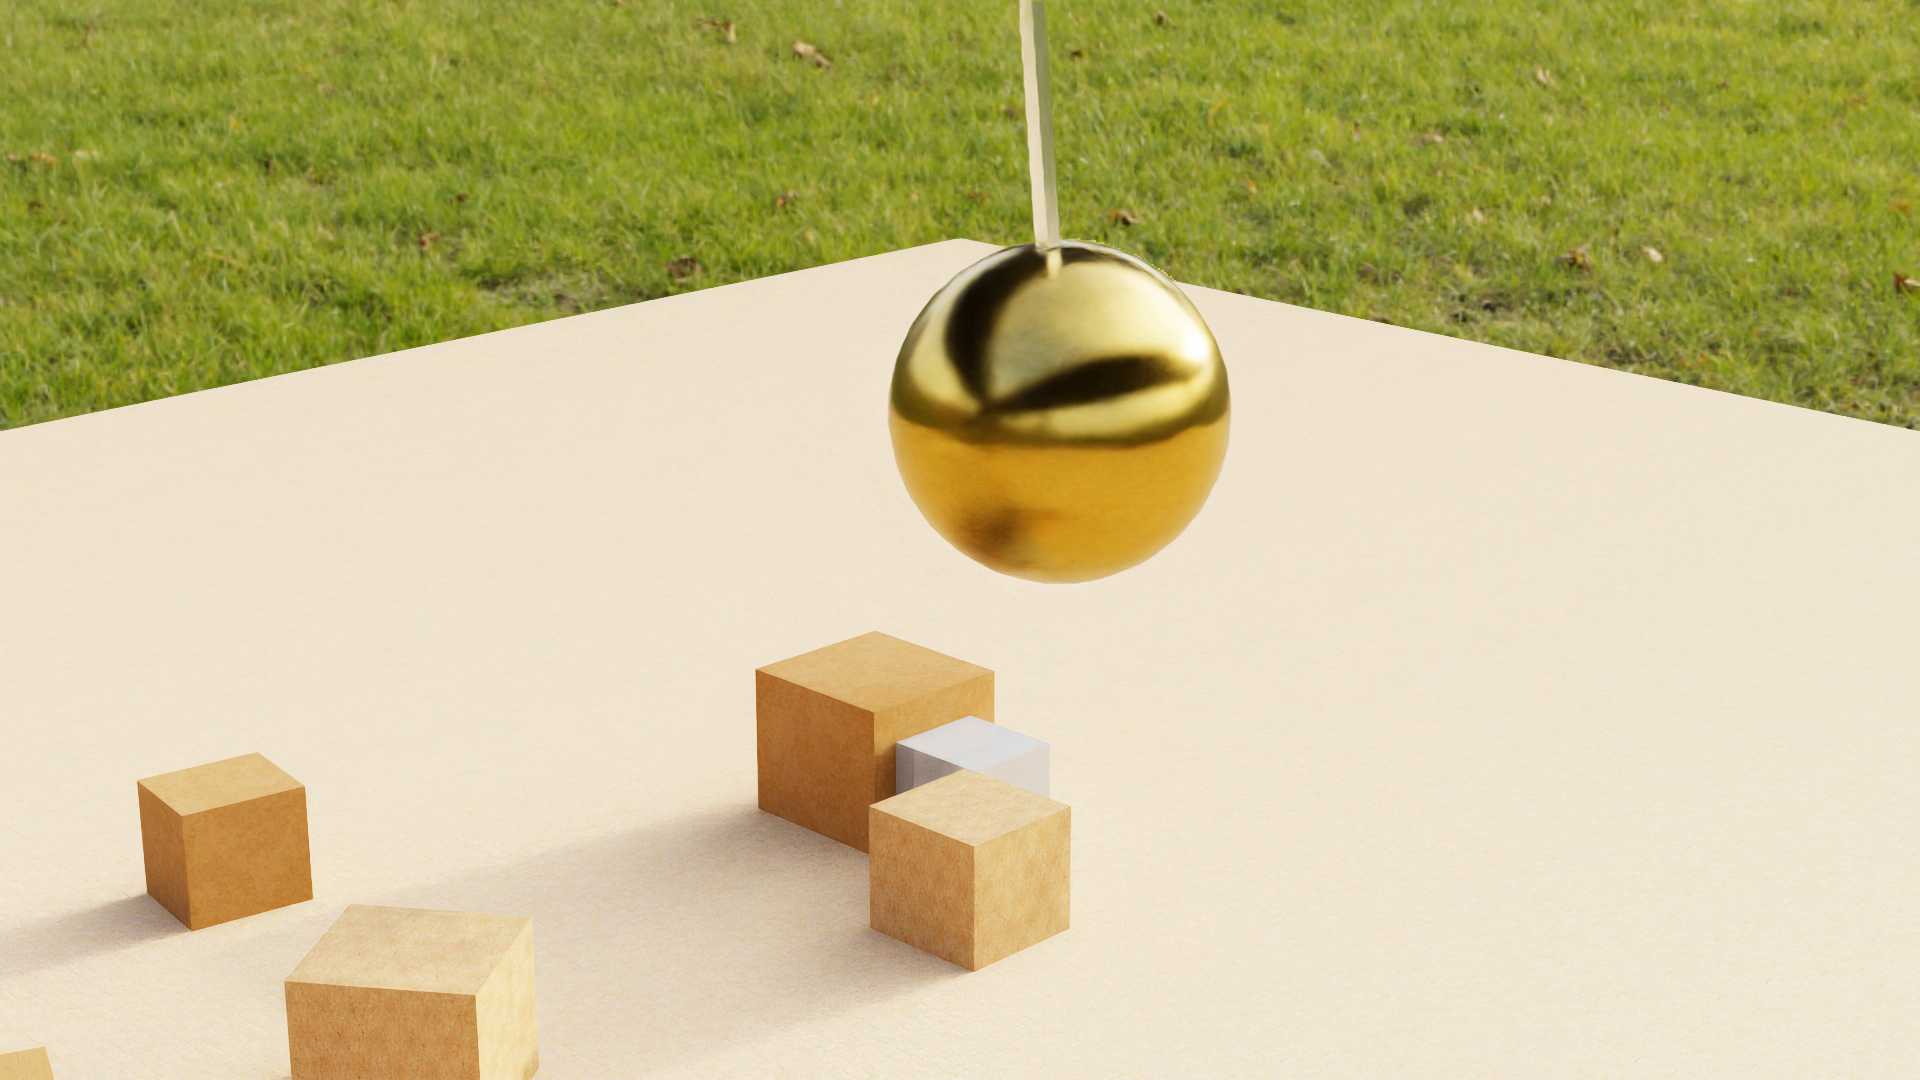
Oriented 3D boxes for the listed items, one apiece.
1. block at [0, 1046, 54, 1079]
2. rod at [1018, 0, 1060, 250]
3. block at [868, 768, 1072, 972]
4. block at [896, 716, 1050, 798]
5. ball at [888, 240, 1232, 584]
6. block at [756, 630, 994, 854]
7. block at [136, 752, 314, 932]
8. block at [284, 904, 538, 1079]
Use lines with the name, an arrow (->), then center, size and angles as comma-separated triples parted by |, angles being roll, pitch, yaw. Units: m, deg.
block -> -3.394, 2.246, 10.092 | 0.614, 0.662, 0.694 | -7, 19, -22
rod -> 0.200, -3.740, 12.376 | 0.080, 5.200, 0.080 | 17, 30, 42
block -> 0.044, 1.432, 12.819 | 0.635, 0.580, 0.608 | 16, 24, 42
block -> 0.059, 1.196, 13.639 | 0.517, 0.540, 0.491 | 17, 24, 42
ball -> 0.462, -0.595, 13.640 | 1.600, 1.600, 1.600 | 0, 17, 0
block -> -0.407, 0.962, 14.087 | 0.789, 0.718, 0.826 | -17, 24, -42
block -> -3.295, 1.345, 13.151 | 0.574, 0.548, 0.514 | -13, 21, -35
block -> -2.097, 1.871, 11.295 | 0.742, 0.657, 0.697 | 3, 18, 9
